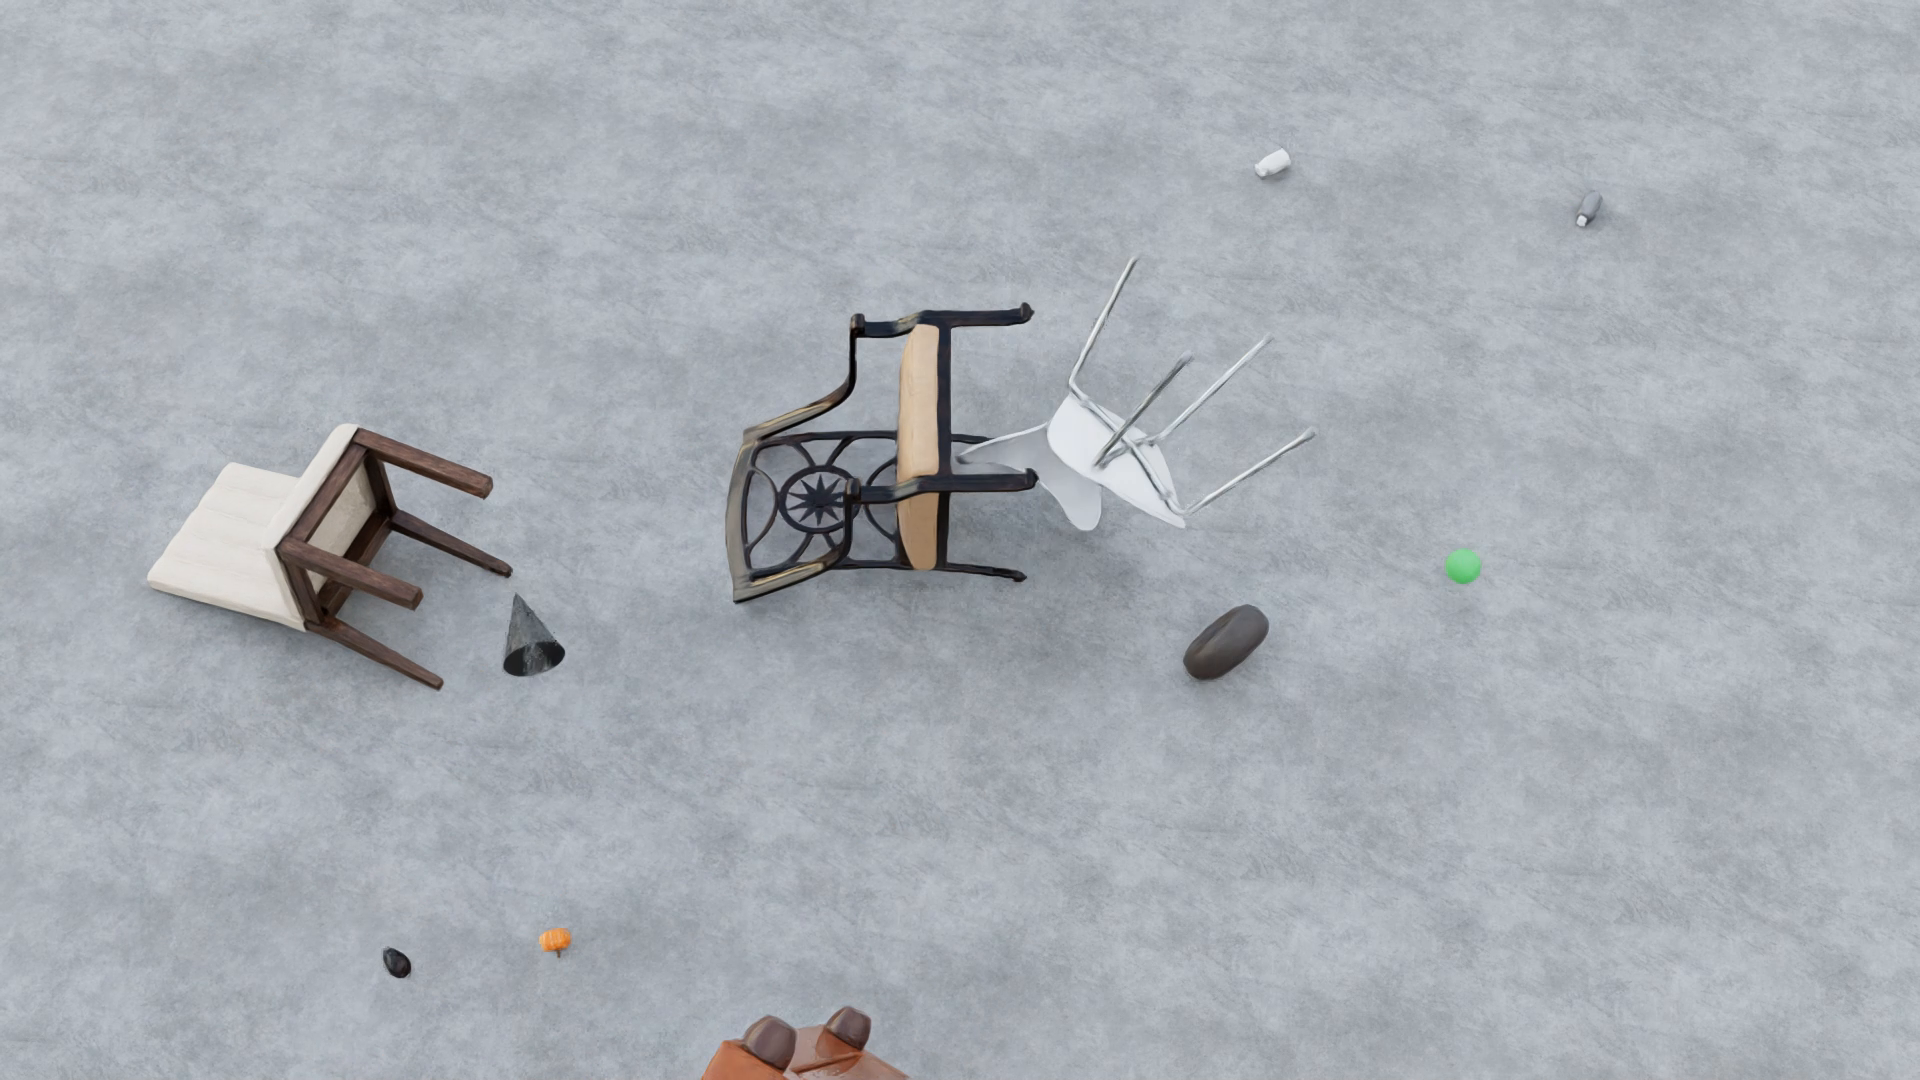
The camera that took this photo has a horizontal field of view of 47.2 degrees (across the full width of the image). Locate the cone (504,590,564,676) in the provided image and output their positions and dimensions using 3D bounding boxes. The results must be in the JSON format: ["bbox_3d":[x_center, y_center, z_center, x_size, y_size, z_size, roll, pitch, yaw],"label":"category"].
[{"bbox_3d":[-1.113,0.216,5.622,0.159,0.162,0.212,-16,61,-10],"label":"cone"}]

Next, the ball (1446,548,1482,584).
[{"bbox_3d":[1.479,0.077,6.460,0.104,0.104,0.104,0,56,0],"label":"ball"}]

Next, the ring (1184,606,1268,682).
[{"bbox_3d":[0.754,0.292,6.230,0.109,0.289,0.182,45,29,-7],"label":"ring"}]
